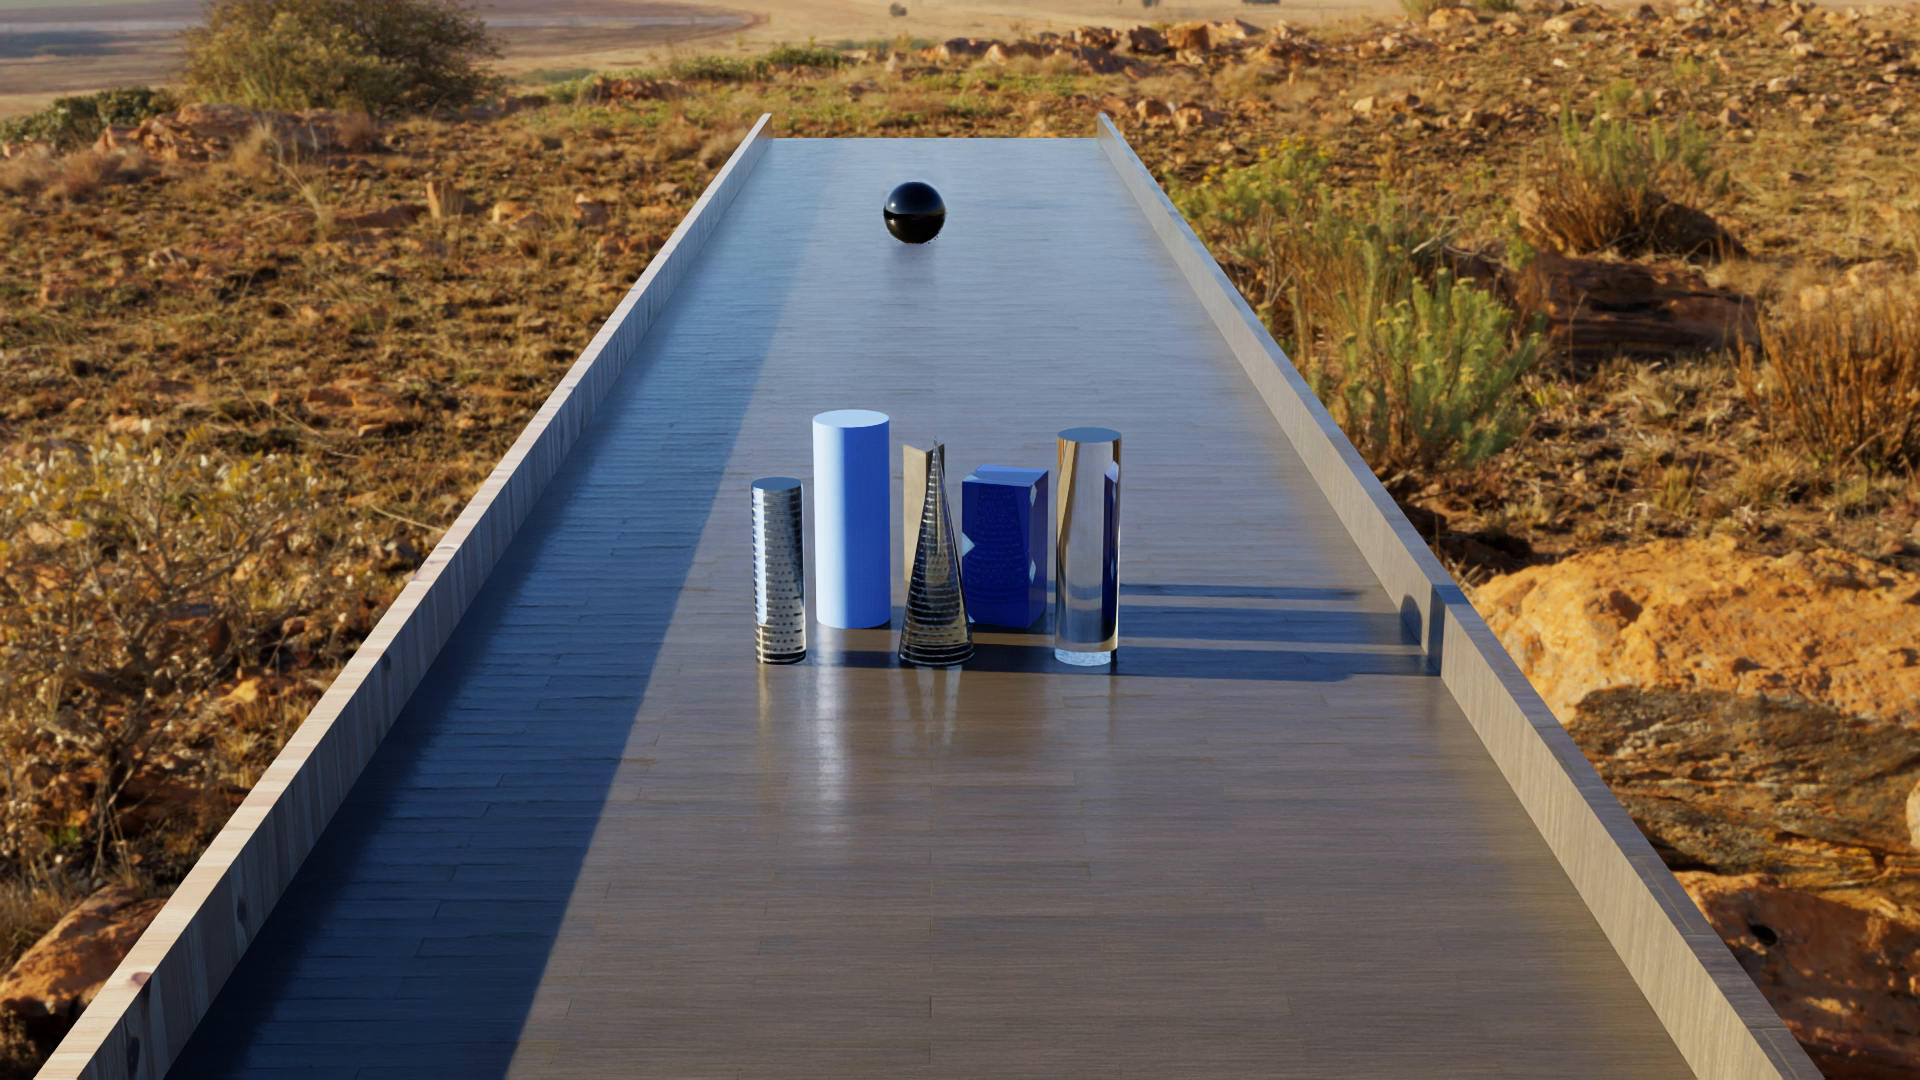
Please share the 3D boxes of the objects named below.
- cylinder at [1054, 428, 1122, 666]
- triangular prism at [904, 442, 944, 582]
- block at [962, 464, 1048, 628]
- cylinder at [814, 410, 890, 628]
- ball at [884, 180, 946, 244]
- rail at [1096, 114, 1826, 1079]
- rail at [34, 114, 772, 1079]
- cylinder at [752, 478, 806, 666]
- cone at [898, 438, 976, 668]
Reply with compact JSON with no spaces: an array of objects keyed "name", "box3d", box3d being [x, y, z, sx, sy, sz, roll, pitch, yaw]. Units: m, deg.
[{"name":"cylinder","box3d":[0.254,0.013,4.379,0.126,0.458,0.126,0,17,0]},{"name":"triangular prism","box3d":[-0.067,-0.058,4.873,0.077,0.313,0.089,-11,20,-34]},{"name":"block","box3d":[0.095,0.012,4.649,0.146,0.307,0.146,5,17,17]},{"name":"cylinder","box3d":[-0.226,-0.044,4.615,0.158,0.434,0.158,0,17,0]},{"name":"ball","box3d":[-0.196,-1.415,9.506,0.273,0.273,0.273,0,17,0]},{"name":"rail","box3d":[0.932,-0.844,7.801,0.050,0.150,12.000,0,17,-1]},{"name":"rail","box3d":[-1.118,-0.838,7.780,0.050,0.150,12.000,0,17,-1]},{"name":"cylinder","box3d":[-0.361,0.062,4.384,0.100,0.361,0.100,0,17,0]},{"name":"cone","box3d":[-0.047,0.011,4.385,0.156,0.459,0.156,0,17,0]}]
